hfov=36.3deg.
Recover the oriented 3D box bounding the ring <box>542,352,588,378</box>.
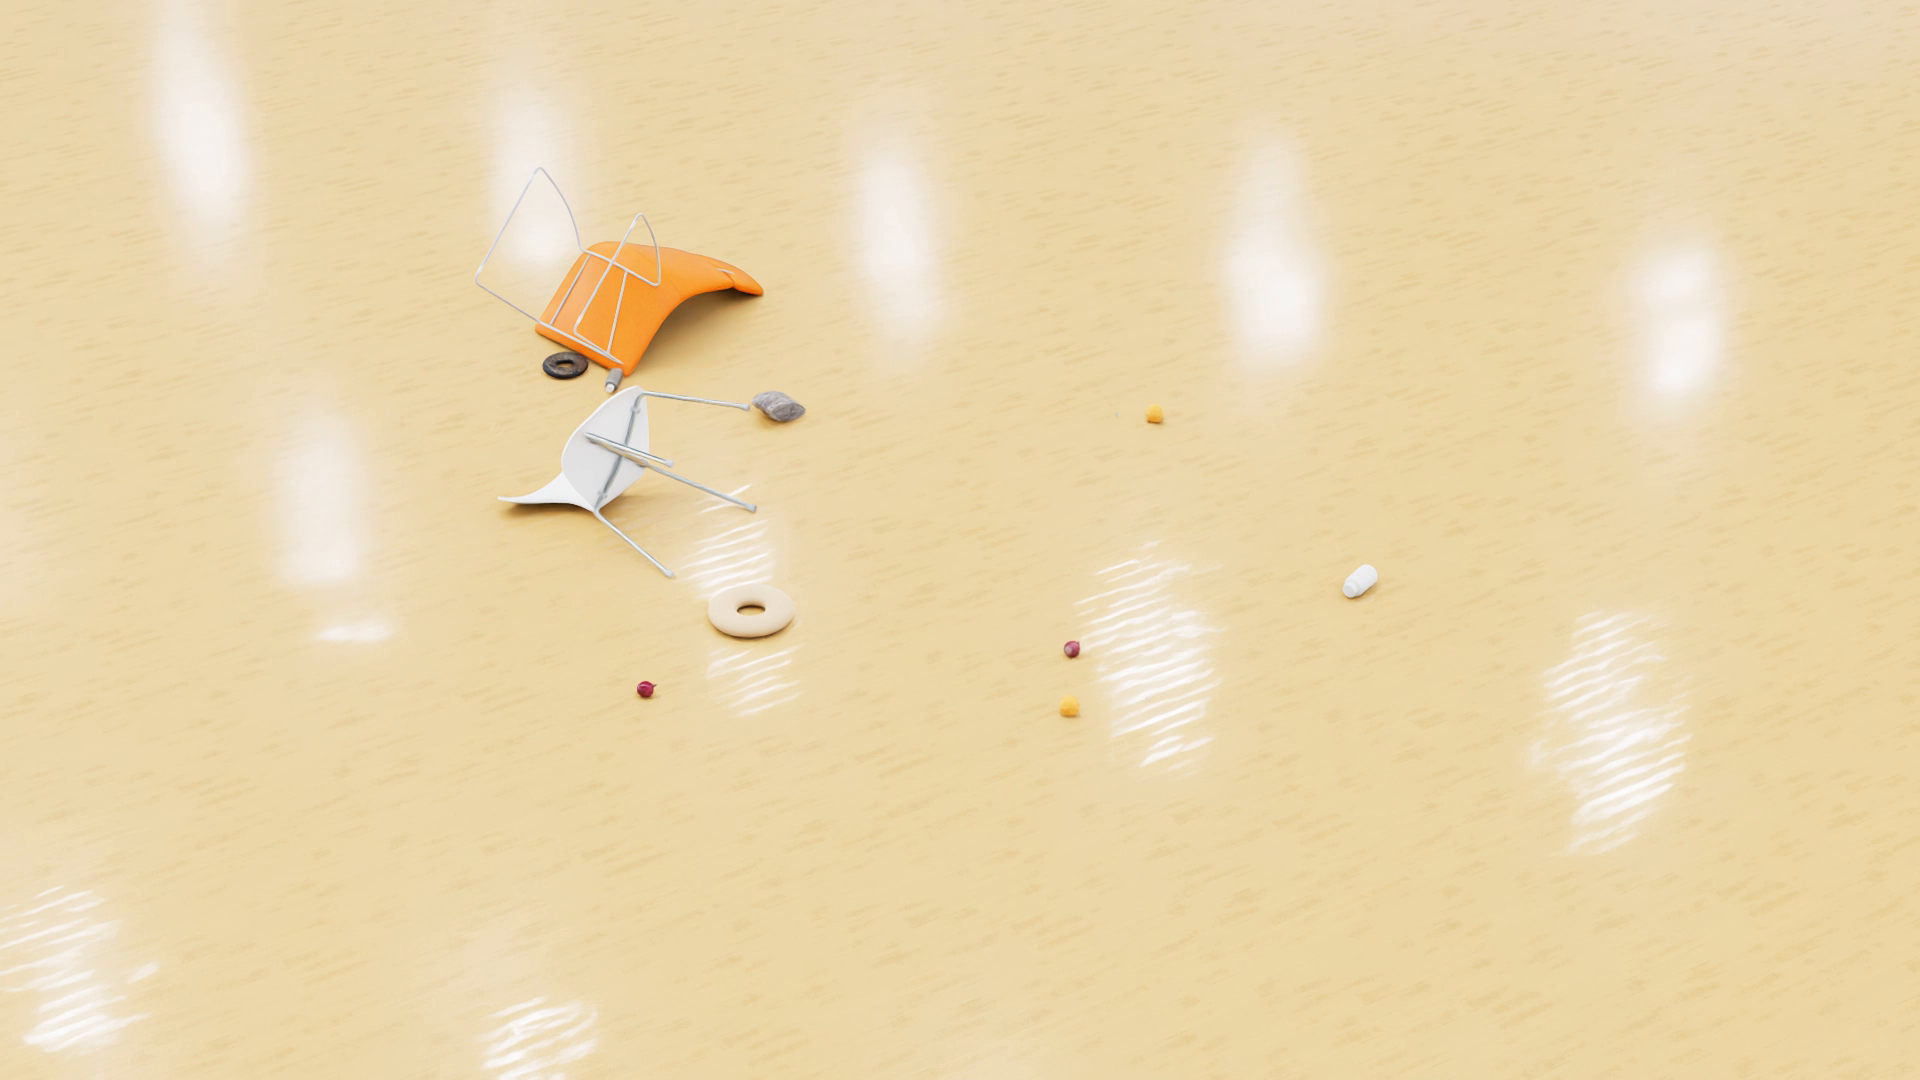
[{"bbox_3d":[-1.614,-0.716,11.993,0.190,0.043,0.187,-3,34,-5],"label":"ring"}]

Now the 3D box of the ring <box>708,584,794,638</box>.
[{"bbox_3d":[-0.748,0.253,10.506,0.312,0.062,0.307,-10,34,-15],"label":"ring"}]
